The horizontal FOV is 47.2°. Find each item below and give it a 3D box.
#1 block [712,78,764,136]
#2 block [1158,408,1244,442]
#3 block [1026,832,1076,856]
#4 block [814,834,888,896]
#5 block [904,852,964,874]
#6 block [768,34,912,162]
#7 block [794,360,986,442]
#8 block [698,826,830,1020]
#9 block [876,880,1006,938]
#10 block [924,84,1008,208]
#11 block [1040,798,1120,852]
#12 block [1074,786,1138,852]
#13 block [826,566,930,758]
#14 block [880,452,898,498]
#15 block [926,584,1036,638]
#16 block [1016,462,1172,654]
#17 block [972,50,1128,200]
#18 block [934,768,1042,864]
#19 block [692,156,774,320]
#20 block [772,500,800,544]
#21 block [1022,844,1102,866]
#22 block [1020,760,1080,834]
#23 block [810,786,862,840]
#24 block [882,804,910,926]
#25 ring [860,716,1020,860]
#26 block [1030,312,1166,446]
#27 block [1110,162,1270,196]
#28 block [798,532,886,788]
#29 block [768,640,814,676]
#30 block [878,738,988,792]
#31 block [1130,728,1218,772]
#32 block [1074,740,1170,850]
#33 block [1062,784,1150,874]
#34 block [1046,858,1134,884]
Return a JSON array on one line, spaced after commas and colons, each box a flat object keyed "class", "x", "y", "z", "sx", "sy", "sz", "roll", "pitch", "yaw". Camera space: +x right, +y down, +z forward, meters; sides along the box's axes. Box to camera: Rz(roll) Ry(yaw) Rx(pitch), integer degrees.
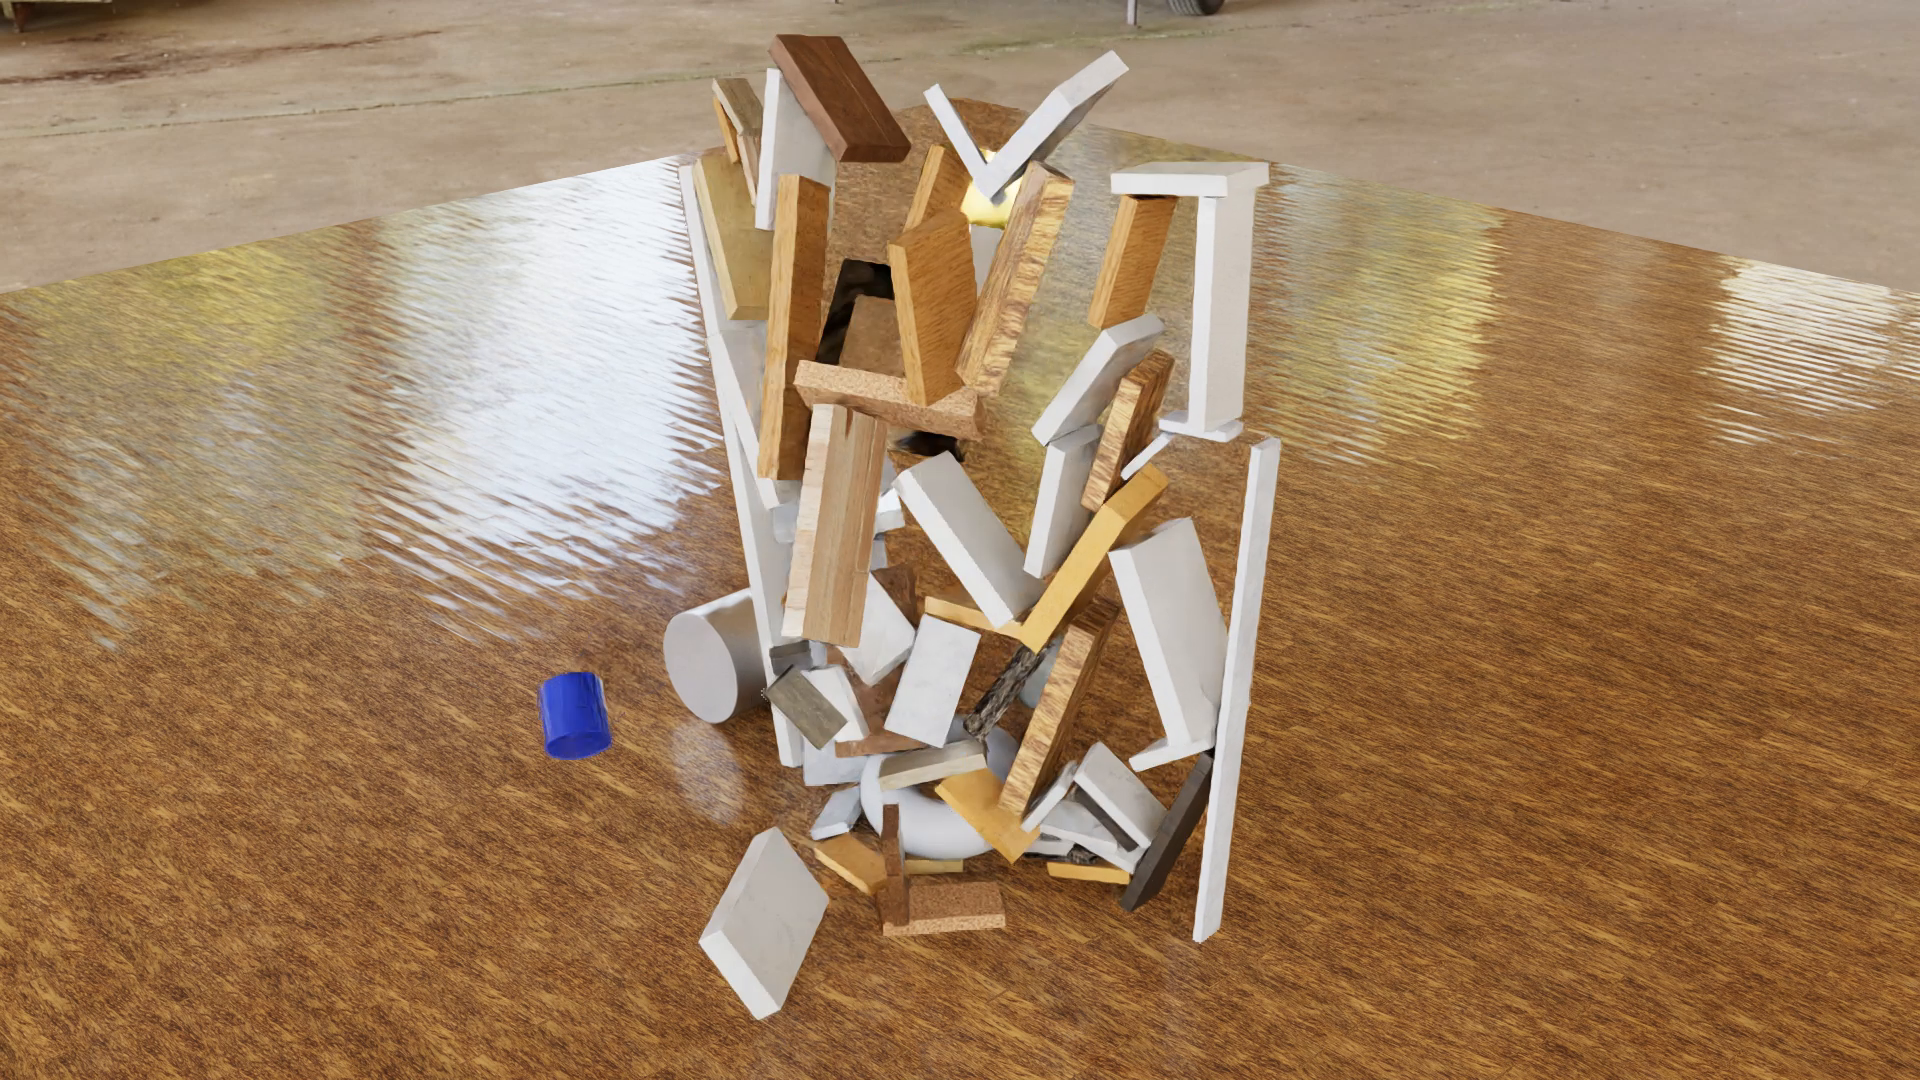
[{"class": "block", "x": -0.429, "y": -0.857, "z": 4.349, "sx": 0.072, "sy": 0.021, "sz": 0.145, "roll": -7, "pitch": 55, "yaw": -36}, {"class": "block", "x": 0.405, "y": -0.192, "z": 3.694, "sx": 0.126, "sy": 0.018, "sz": 0.063, "roll": 14, "pitch": 27, "yaw": 31}, {"class": "block", "x": 0.143, "y": 0.555, "z": 4.276, "sx": 0.228, "sy": 0.032, "sz": 0.114, "roll": -2, "pitch": 35, "yaw": 44}, {"class": "block", "x": -0.198, "y": 0.624, "z": 4.239, "sx": 0.080, "sy": 0.023, "sz": 0.160, "roll": -20, "pitch": 36, "yaw": -39}, {"class": "block", "x": -0.059, "y": 0.584, "z": 4.341, "sx": 0.114, "sy": 0.032, "sz": 0.228, "roll": -2, "pitch": 23, "yaw": -4}, {"class": "block", "x": -0.228, "y": -0.834, "z": 4.154, "sx": 0.152, "sy": 0.043, "sz": 0.303, "roll": -8, "pitch": 56, "yaw": -39}, {"class": "block", "x": -0.126, "y": -0.257, "z": 4.068, "sx": 0.336, "sy": 0.048, "sz": 0.168, "roll": 11, "pitch": -12, "yaw": 8}, {"class": "block", "x": -0.345, "y": 0.679, "z": 3.934, "sx": 0.051, "sy": 0.179, "sz": 0.357, "roll": -29, "pitch": 14, "yaw": 21}, {"class": "block", "x": -0.037, "y": 0.688, "z": 4.099, "sx": 0.228, "sy": 0.032, "sz": 0.114, "roll": -3, "pitch": 23, "yaw": -7}, {"class": "block", "x": 0.011, "y": -0.713, "z": 3.977, "sx": 0.031, "sy": 0.110, "sz": 0.220, "roll": -32, "pitch": 63, "yaw": 8}, {"class": "block", "x": 0.234, "y": 0.533, "z": 4.126, "sx": 0.152, "sy": 0.022, "sz": 0.076, "roll": 13, "pitch": 41, "yaw": 19}, {"class": "block", "x": 0.283, "y": 0.499, "z": 4.083, "sx": 0.022, "sy": 0.152, "sz": 0.076, "roll": -36, "pitch": 11, "yaw": 41}, {"class": "block", "x": -0.167, "y": 0.240, "z": 4.313, "sx": 0.179, "sy": 0.357, "sz": 0.051, "roll": -8, "pitch": -8, "yaw": 13}, {"class": "block", "x": -0.159, "y": -0.145, "z": 4.180, "sx": 0.017, "sy": 0.117, "sz": 0.059, "roll": 0, "pitch": 32, "yaw": 45}, {"class": "block", "x": 0.059, "y": 0.134, "z": 4.207, "sx": 0.229, "sy": 0.032, "sz": 0.114, "roll": 14, "pitch": 21, "yaw": 36}, {"class": "block", "x": 0.238, "y": 0.035, "z": 3.949, "sx": 0.051, "sy": 0.360, "sz": 0.180, "roll": 39, "pitch": 40, "yaw": 9}, {"class": "block", "x": 0.150, "y": -0.701, "z": 3.733, "sx": 0.154, "sy": 0.044, "sz": 0.308, "roll": -40, "pitch": 1, "yaw": -35}, {"class": "block", "x": 0.059, "y": 0.508, "z": 4.174, "sx": 0.203, "sy": 0.029, "sz": 0.102, "roll": 43, "pitch": 51, "yaw": 5}, {"class": "block", "x": -0.406, "y": -0.598, "z": 4.360, "sx": 0.176, "sy": 0.050, "sz": 0.353, "roll": -3, "pitch": 64, "yaw": -29}, {"class": "block", "x": -0.307, "y": -0.067, "z": 4.412, "sx": 0.137, "sy": 0.039, "sz": 0.274, "roll": -11, "pitch": 21, "yaw": -3}, {"class": "block", "x": 0.207, "y": 0.589, "z": 4.263, "sx": 0.199, "sy": 0.028, "sz": 0.099, "roll": -1, "pitch": 16, "yaw": 45}, {"class": "block", "x": 0.169, "y": 0.482, "z": 4.125, "sx": 0.022, "sy": 0.152, "sz": 0.076, "roll": 35, "pitch": 40, "yaw": -2}, {"class": "block", "x": -0.237, "y": 0.545, "z": 4.410, "sx": 0.080, "sy": 0.023, "sz": 0.160, "roll": -17, "pitch": 17, "yaw": 21}, {"class": "block", "x": -0.117, "y": 0.593, "z": 4.008, "sx": 0.029, "sy": 0.203, "sz": 0.102, "roll": -5, "pitch": 31, "yaw": 2}, {"class": "ring", "x": -0.024, "y": 0.482, "z": 4.310, "sx": 0.345, "sy": 0.115, "sz": 0.345, "roll": -2, "pitch": 41, "yaw": 2}, {"class": "block", "x": 0.238, "y": -0.277, "z": 3.806, "sx": 0.135, "sy": 0.269, "sz": 0.038, "roll": -24, "pitch": 69, "yaw": -43}, {"class": "block", "x": 0.372, "y": -0.587, "z": 3.567, "sx": 0.231, "sy": 0.033, "sz": 0.116, "roll": 10, "pitch": 24, "yaw": 41}, {"class": "block", "x": -0.238, "y": 0.246, "z": 4.487, "sx": 0.179, "sy": 0.540, "sz": 0.051, "roll": -5, "pitch": 23, "yaw": -10}, {"class": "block", "x": -0.315, "y": 0.222, "z": 4.112, "sx": 0.076, "sy": 0.021, "sz": 0.151, "roll": -12, "pitch": -15, "yaw": -5}, {"class": "block", "x": -0.050, "y": 0.422, "z": 4.152, "sx": 0.203, "sy": 0.029, "sz": 0.102, "roll": -14, "pitch": 13, "yaw": 5}, {"class": "block", "x": 0.403, "y": 0.367, "z": 3.957, "sx": 0.095, "sy": 0.027, "sz": 0.191, "roll": -27, "pitch": 1, "yaw": -44}, {"class": "block", "x": 0.300, "y": 0.472, "z": 4.078, "sx": 0.027, "sy": 0.191, "sz": 0.095, "roll": -36, "pitch": 13, "yaw": 41}, {"class": "block", "x": 0.274, "y": 0.545, "z": 4.154, "sx": 0.199, "sy": 0.028, "sz": 0.099, "roll": 26, "pitch": 52, "yaw": 28}, {"class": "block", "x": 0.275, "y": 0.616, "z": 4.203, "sx": 0.199, "sy": 0.028, "sz": 0.099, "roll": -1, "pitch": 17, "yaw": 42}]
